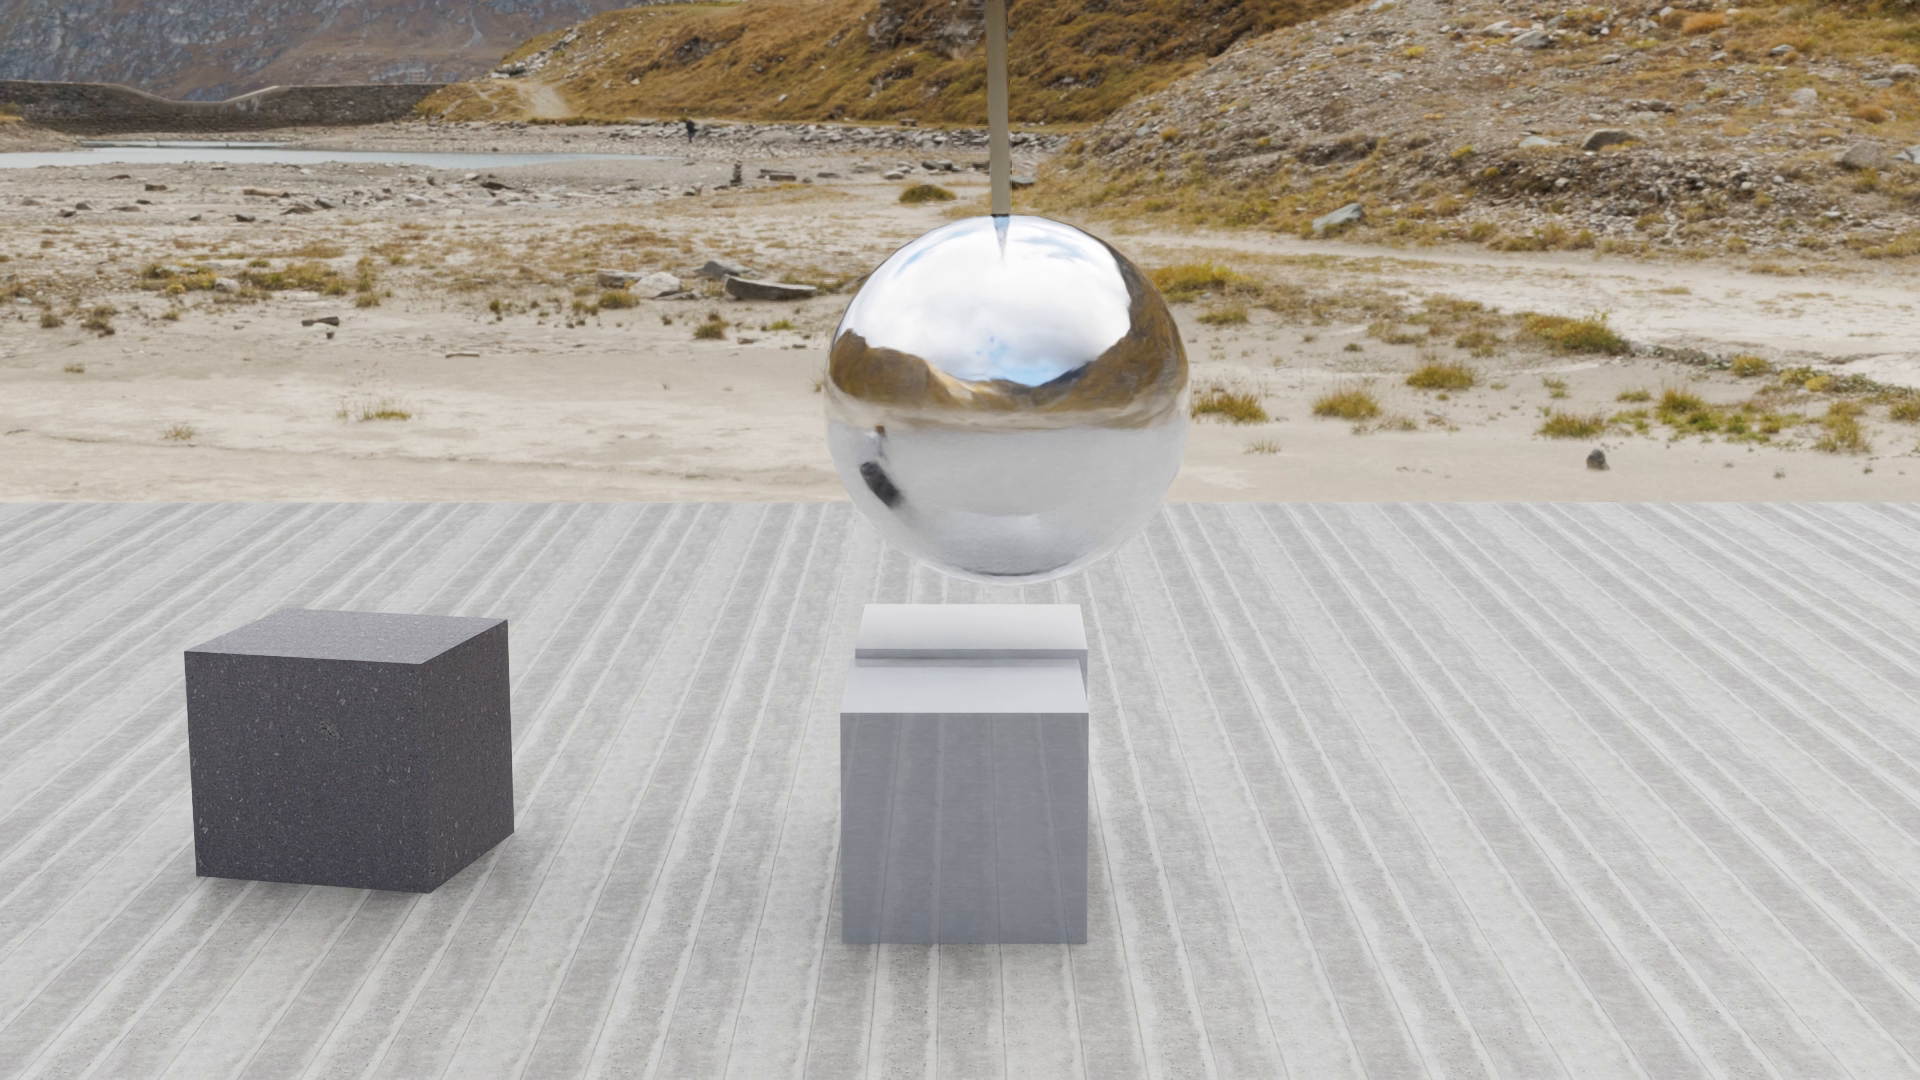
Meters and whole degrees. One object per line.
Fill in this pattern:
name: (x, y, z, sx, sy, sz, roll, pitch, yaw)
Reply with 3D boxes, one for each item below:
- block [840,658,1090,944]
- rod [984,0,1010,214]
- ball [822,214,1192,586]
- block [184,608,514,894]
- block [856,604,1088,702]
block: (0.019, 1.086, 10.880, 1.001, 0.971, 0.969, 0, 10, 0)
rod: (0.087, -3.947, 10.463, 0.080, 5.200, 0.080, -2, 10, 0)
ball: (0.202, -0.604, 11.071, 1.600, 1.600, 1.600, 0, 10, 0)
block: (-2.737, 0.927, 11.610, 1.113, 1.022, 0.942, 2, 11, 13)
block: (0.055, 0.891, 11.836, 1.022, 1.013, 0.966, 0, 10, 1)
